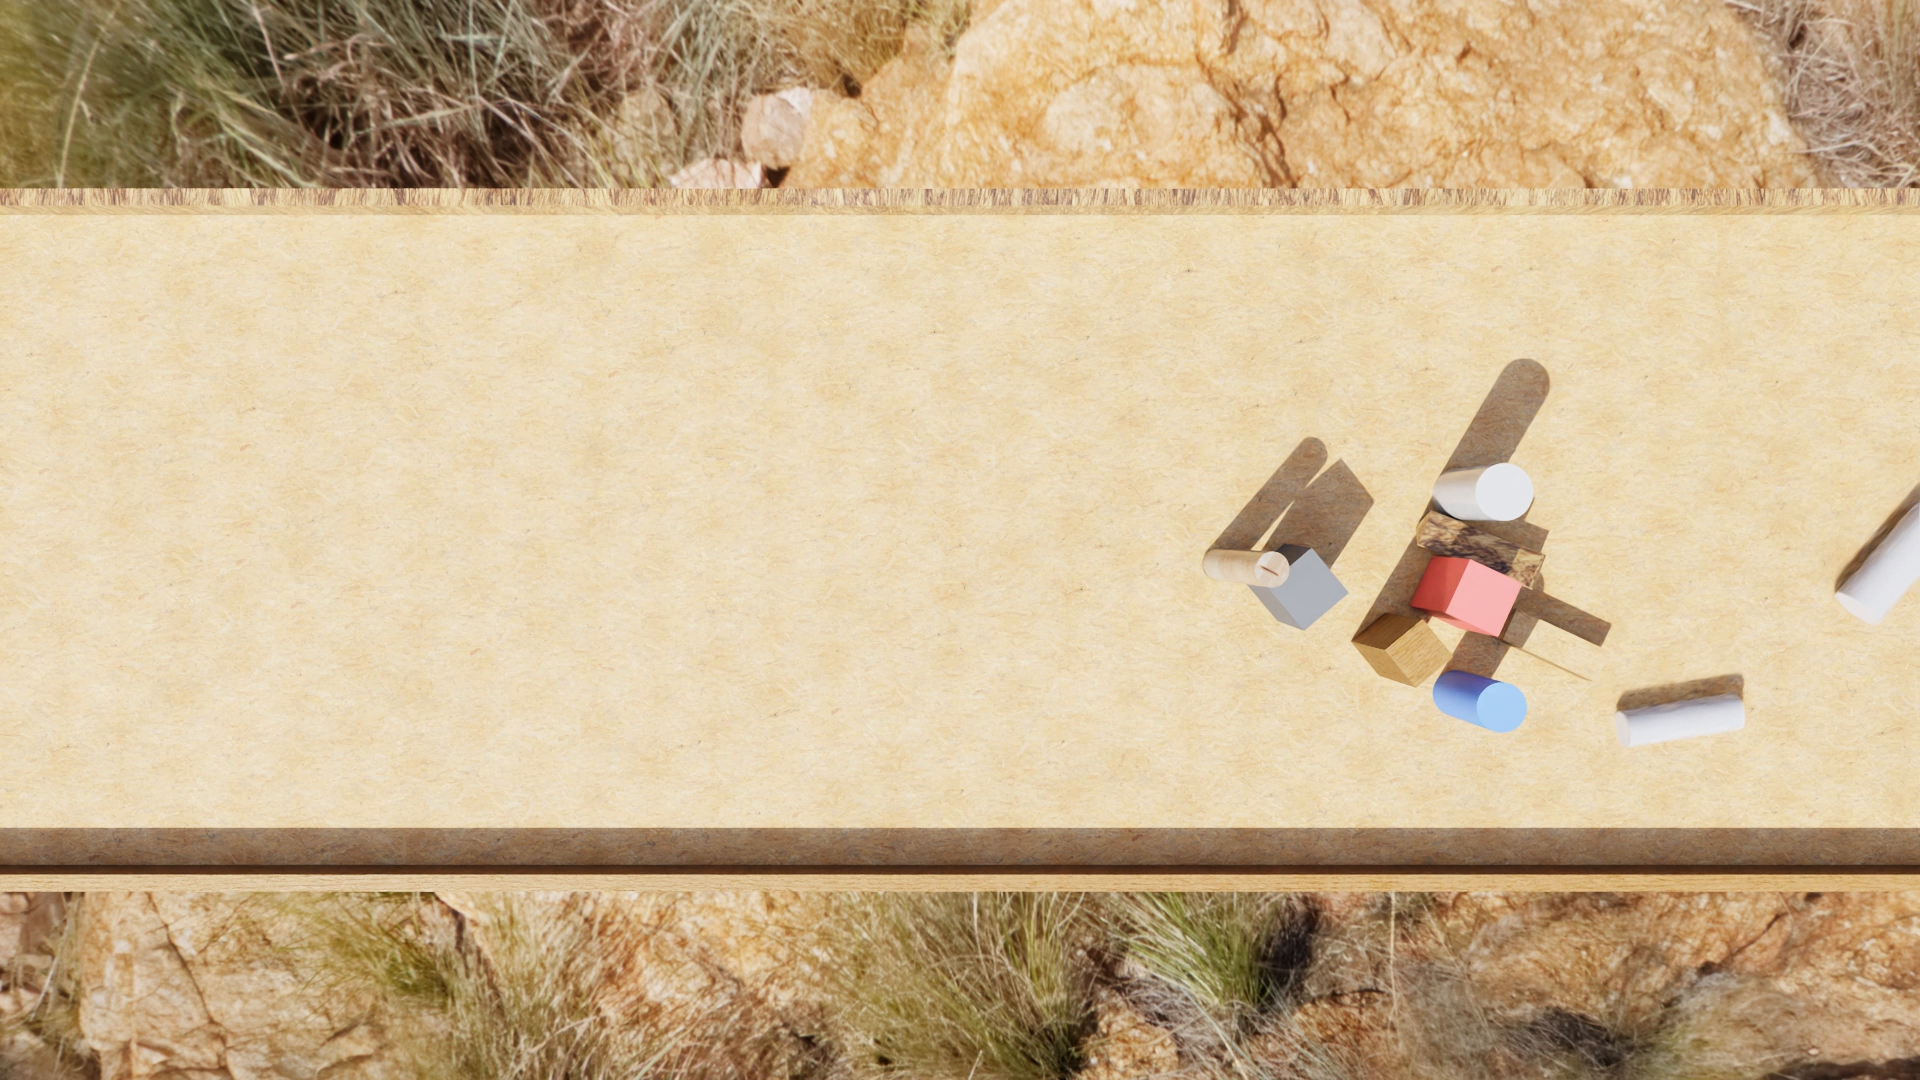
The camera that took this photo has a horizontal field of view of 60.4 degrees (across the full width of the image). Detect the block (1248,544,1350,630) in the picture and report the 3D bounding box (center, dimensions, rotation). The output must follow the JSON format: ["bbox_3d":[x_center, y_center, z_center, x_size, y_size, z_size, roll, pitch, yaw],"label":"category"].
[{"bbox_3d":[0.992,0.136,4.897,0.169,0.352,0.169,-40,92,0],"label":"block"}]

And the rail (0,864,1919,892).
[{"bbox_3d":[-2.247,1.025,5.001,12.000,0.150,0.050,0,90,0],"label":"rail"}]

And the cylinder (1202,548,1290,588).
[{"bbox_3d":[0.834,0.078,4.845,0.101,0.452,0.101,0,91,-11],"label":"cylinder"}]

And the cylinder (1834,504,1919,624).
[{"bbox_3d":[2.840,0.071,5.006,0.141,0.141,0.364,41,90,0],"label":"cylinder"}]

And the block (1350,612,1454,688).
[{"bbox_3d":[1.299,0.321,4.870,0.138,0.413,0.138,-40,90,0],"label":"block"}]

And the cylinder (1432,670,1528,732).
[{"bbox_3d":[1.525,0.472,4.859,0.142,0.434,0.142,0,90,0],"label":"cylinder"}]

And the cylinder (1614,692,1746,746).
[{"bbox_3d":[2.190,0.547,5.021,0.350,0.111,0.111,-9,90,0],"label":"cylinder"}]

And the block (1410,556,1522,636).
[{"bbox_3d":[1.500,0.164,4.906,0.168,0.334,0.168,25,90,-3],"label":"block"}]

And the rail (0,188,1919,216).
[{"bbox_3d":[-2.247,-1.025,5.002,12.000,0.150,0.050,0,90,0],"label":"rail"}]

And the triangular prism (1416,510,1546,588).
[{"bbox_3d":[1.581,0.016,5.004,0.371,0.111,0.097,21,122,0],"label":"triangular prism"}]

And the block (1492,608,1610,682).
[{"bbox_3d":[1.799,0.318,5.025,0.309,0.102,0.102,25,90,0],"label":"block"}]

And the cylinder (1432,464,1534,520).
[{"bbox_3d":[1.532,-0.138,4.853,0.162,0.444,0.162,0,91,1],"label":"cylinder"}]
